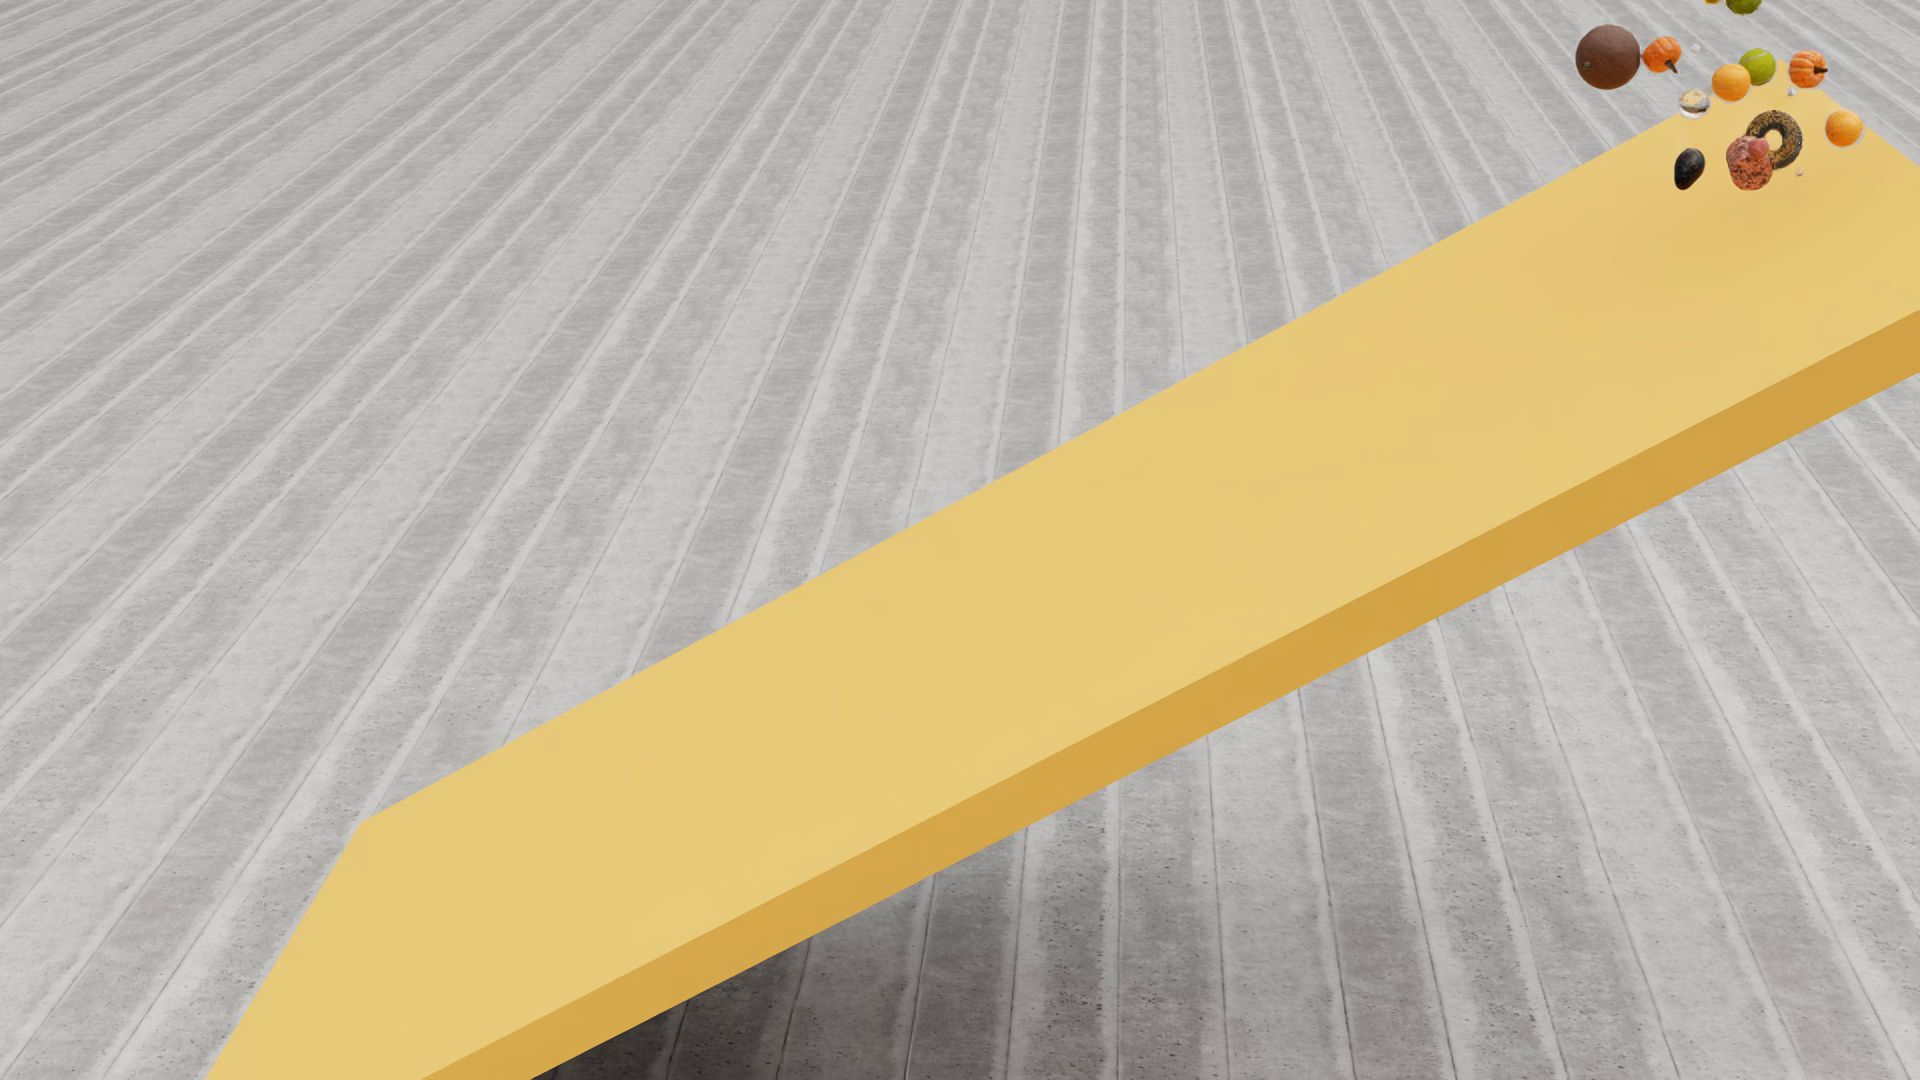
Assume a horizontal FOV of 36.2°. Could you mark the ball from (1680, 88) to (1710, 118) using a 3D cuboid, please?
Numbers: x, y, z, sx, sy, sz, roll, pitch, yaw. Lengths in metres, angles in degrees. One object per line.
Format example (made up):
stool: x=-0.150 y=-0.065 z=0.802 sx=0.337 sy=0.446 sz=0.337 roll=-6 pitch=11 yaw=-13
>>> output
ball: x=1.411 y=-0.839 z=5.652 sx=0.056 sy=0.056 sz=0.056 roll=0 pitch=19 yaw=0

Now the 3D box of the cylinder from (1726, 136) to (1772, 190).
cylinder: x=1.520 y=-0.725 z=5.666 sx=0.077 sy=0.077 sz=0.077 roll=1 pitch=38 yaw=4

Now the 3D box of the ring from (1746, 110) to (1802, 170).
ring: x=1.580 y=-0.777 z=5.712 sx=0.116 sy=0.116 sz=0.039 roll=14 pitch=22 yaw=36

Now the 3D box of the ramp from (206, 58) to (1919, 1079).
ramp: x=0.142 y=0.168 z=6.285 sx=4.000 sy=0.100 sz=2.000 roll=-28 pitch=15 yaw=12
